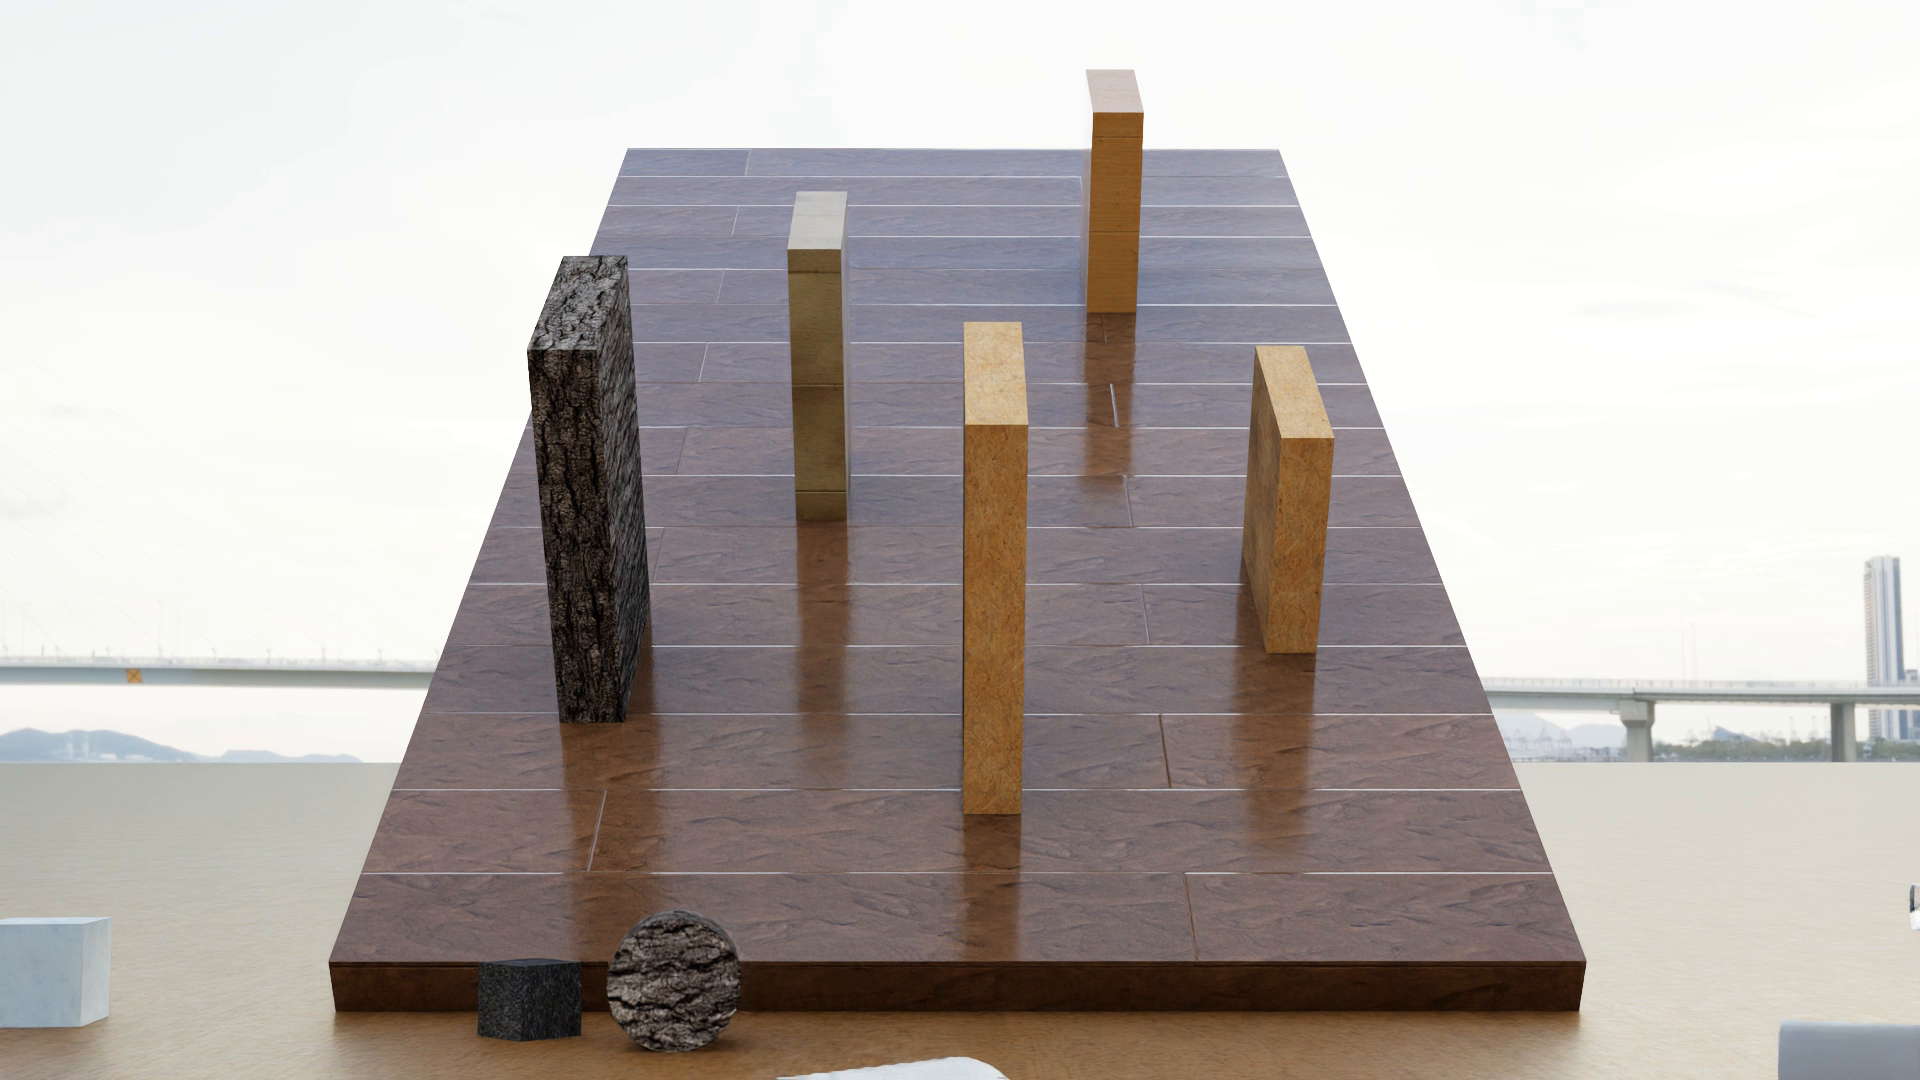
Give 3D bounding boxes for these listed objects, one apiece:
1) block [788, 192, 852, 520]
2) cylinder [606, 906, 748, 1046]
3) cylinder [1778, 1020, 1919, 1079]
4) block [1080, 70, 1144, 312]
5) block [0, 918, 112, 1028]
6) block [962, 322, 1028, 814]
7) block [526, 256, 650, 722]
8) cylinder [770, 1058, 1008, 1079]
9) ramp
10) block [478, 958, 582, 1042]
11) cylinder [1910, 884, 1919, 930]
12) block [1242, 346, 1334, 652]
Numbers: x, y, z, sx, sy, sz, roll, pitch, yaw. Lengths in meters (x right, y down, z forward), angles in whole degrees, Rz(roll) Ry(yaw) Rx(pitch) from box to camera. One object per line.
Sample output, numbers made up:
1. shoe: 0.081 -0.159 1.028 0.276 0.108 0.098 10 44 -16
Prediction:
1. block: -0.298 -0.398 5.140 0.109 0.619 0.345 0 28 0
2. cylinder: -0.405 0.625 3.397 0.185 0.185 0.185 1 -15 -13
3. cylinder: 0.868 0.539 2.278 0.154 0.154 0.154 -2 -6 23
4. block: 0.392 -0.910 6.201 0.128 0.535 0.364 0 28 0
5. block: -1.416 0.667 3.691 0.154 0.154 0.154 0 -5 -4
6. block: 0.057 0.048 4.163 0.100 0.748 0.422 0 28 0
7. block: -0.681 -0.097 4.430 0.119 0.749 0.442 0 28 0
8. cylinder: -0.060 0.479 1.755 0.179 0.179 0.179 5 -7 -43
9. ramp: -0.011 -0.223 5.579 2.000 0.100 4.000 0 28 0
10. block: -0.632 0.674 3.501 0.107 0.107 0.107 -5 -7 44
11. cylinder: 2.295 0.863 5.597 0.108 0.108 0.108 -3 -6 30
12. block: 0.645 -0.086 4.724 0.098 0.462 0.432 0 28 0
